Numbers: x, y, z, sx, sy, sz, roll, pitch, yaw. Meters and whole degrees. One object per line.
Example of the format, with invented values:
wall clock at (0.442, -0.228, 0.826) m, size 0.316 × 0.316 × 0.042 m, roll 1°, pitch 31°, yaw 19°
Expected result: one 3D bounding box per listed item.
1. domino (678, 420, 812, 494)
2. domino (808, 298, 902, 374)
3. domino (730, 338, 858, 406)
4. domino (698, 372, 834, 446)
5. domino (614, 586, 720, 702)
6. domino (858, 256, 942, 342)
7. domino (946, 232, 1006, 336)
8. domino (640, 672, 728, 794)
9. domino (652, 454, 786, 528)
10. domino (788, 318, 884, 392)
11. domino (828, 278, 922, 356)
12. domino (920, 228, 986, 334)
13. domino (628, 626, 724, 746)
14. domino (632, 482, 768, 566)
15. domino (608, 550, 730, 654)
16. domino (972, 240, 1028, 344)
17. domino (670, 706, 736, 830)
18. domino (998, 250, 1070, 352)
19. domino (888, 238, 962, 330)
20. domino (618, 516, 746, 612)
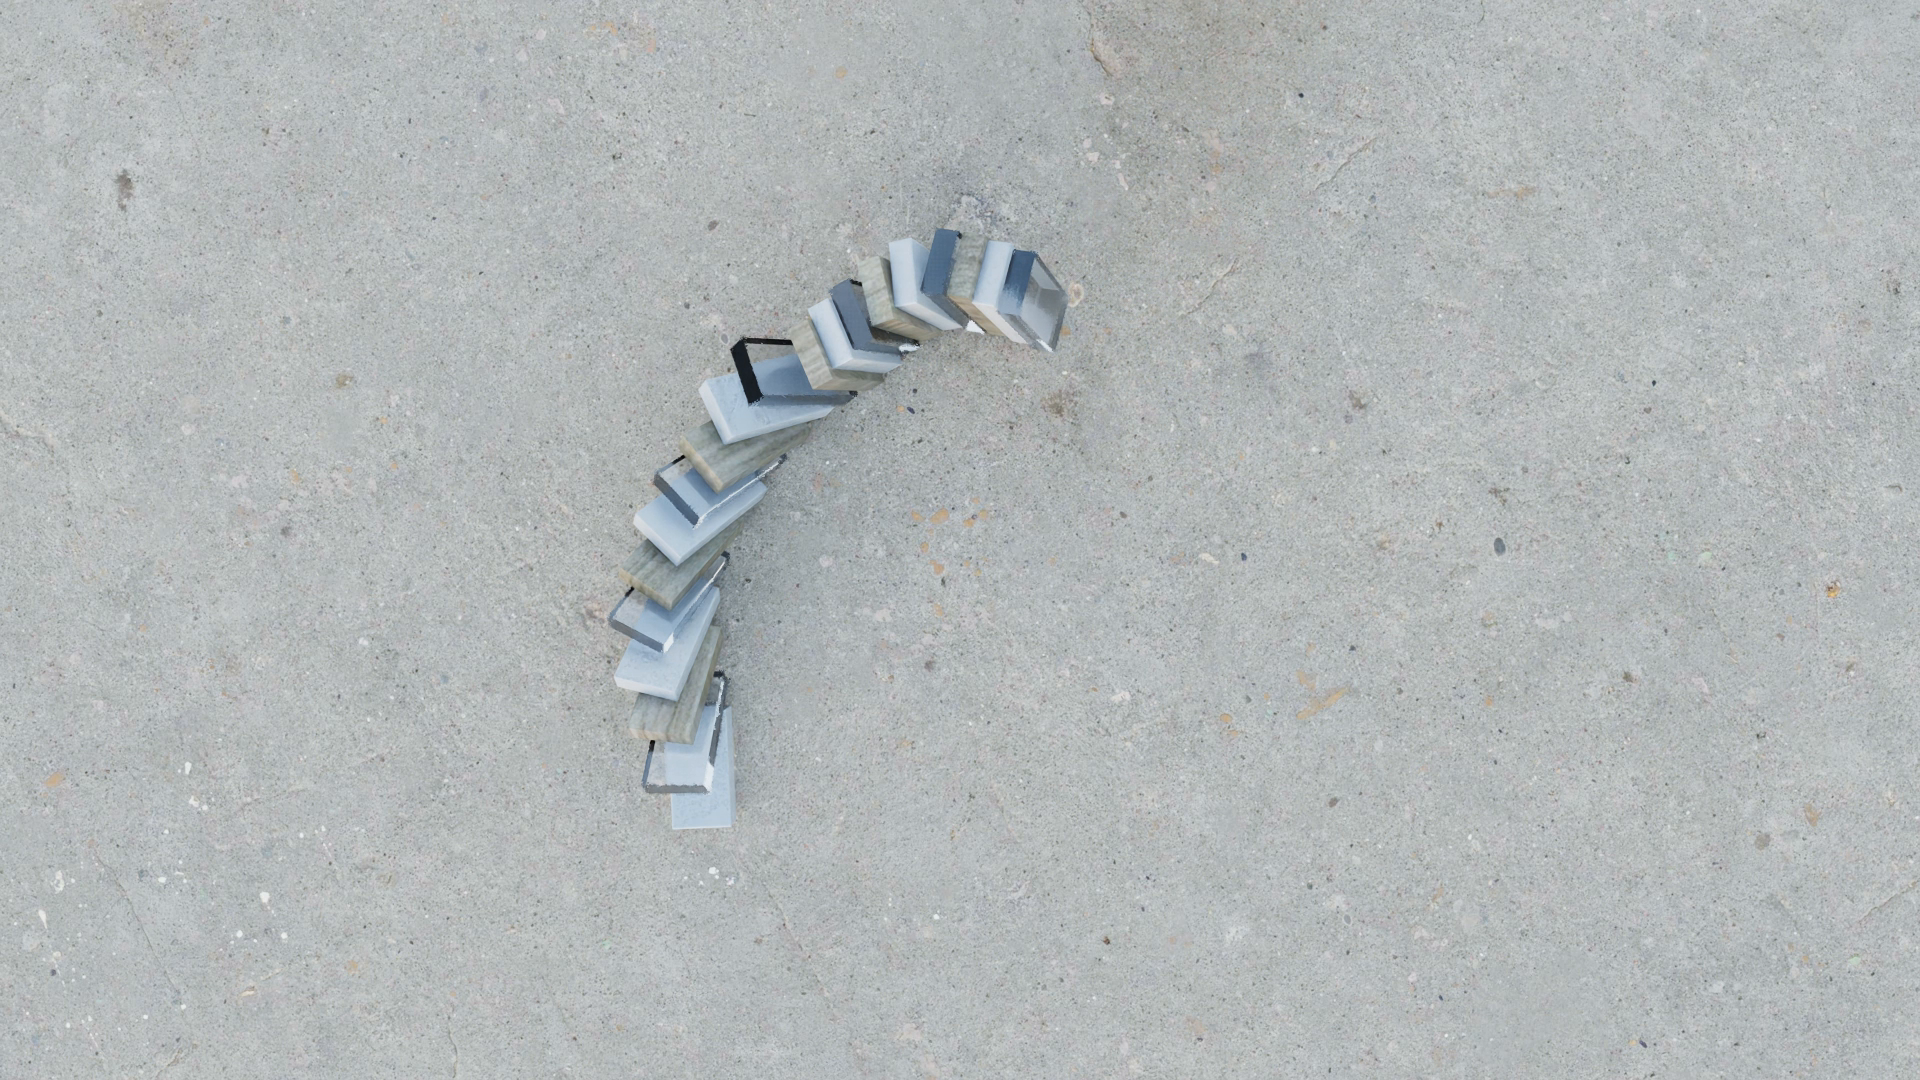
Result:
domino at (-0.089, -0.042, 0.381) m, size 0.025 × 0.009 × 0.050 m, roll 50°, pitch 51°, yaw 0°
domino at (-0.042, -0.083, 0.375) m, size 0.010 × 0.050 × 0.025 m, roll -23°, pitch 90°, yaw 21°
domino at (-0.067, -0.069, 0.377) m, size 0.010 × 0.050 × 0.025 m, roll -28°, pitch 79°, yaw 41°
domino at (-0.080, -0.059, 0.380) m, size 0.050 × 0.010 × 0.025 m, roll -24°, pitch 87°, yaw -38°
domino at (-0.121, 0.040, 0.382) m, size 0.025 × 0.010 × 0.050 m, roll 14°, pitch 55°, yaw 0°
domino at (-0.024, -0.098, 0.375) m, size 0.009 × 0.050 × 0.025 m, roll -13°, pitch 90°, yaw 21°
domino at (0.011, -0.103, 0.375) m, size 0.010 × 0.050 × 0.025 m, roll 15°, pitch 90°, yaw 22°
domino at (-0.113, 0.079, 0.380) m, size 0.025 × 0.010 × 0.050 m, roll -1°, pitch 55°, yaw 1°
domino at (-0.099, -0.030, 0.381) m, size 0.025 × 0.010 × 0.050 m, roll 47°, pitch 53°, yaw 0°
domino at (-0.050, -0.075, 0.375) m, size 0.010 × 0.050 × 0.025 m, roll -23°, pitch 90°, yaw 21°
domino at (-0.034, -0.090, 0.375) m, size 0.010 × 0.050 × 0.025 m, roll -22°, pitch 90°, yaw 21°
domino at (0.001, -0.105, 0.375) m, size 0.009 × 0.050 × 0.025 m, roll 15°, pitch 90°, yaw 22°
domino at (-0.118, 0.059, 0.382) m, size 0.025 × 0.010 × 0.050 m, roll 7°, pitch 55°, yaw 0°
domino at (-0.107, -0.014, 0.382) m, size 0.025 × 0.010 × 0.050 m, roll 45°, pitch 54°, yaw 0°
domino at (-0.120, 0.020, 0.381) m, size 0.025 × 0.010 × 0.050 m, roll 27°, pitch 54°, yaw 1°
domino at (0.021, -0.100, 0.375) m, size 0.010 × 0.050 × 0.025 m, roll 15°, pitch 90°, yaw 22°
domino at (-0.111, 0.098, 0.395) m, size 0.025 × 0.009 × 0.050 m, roll -3°, pitch 90°, yaw 0°
domino at (0.031, -0.097, 0.375) m, size 0.009 × 0.050 × 0.025 m, roll 15°, pitch 90°, yaw 22°
domino at (-0.013, -0.103, 0.375) m, size 0.009 × 0.050 × 0.025 m, roll -5°, pitch 90°, yaw 21°
domino at (-0.115, 0.003, 0.381) m, size 0.025 × 0.009 × 0.050 m, roll 34°, pitch 54°, yaw 0°
